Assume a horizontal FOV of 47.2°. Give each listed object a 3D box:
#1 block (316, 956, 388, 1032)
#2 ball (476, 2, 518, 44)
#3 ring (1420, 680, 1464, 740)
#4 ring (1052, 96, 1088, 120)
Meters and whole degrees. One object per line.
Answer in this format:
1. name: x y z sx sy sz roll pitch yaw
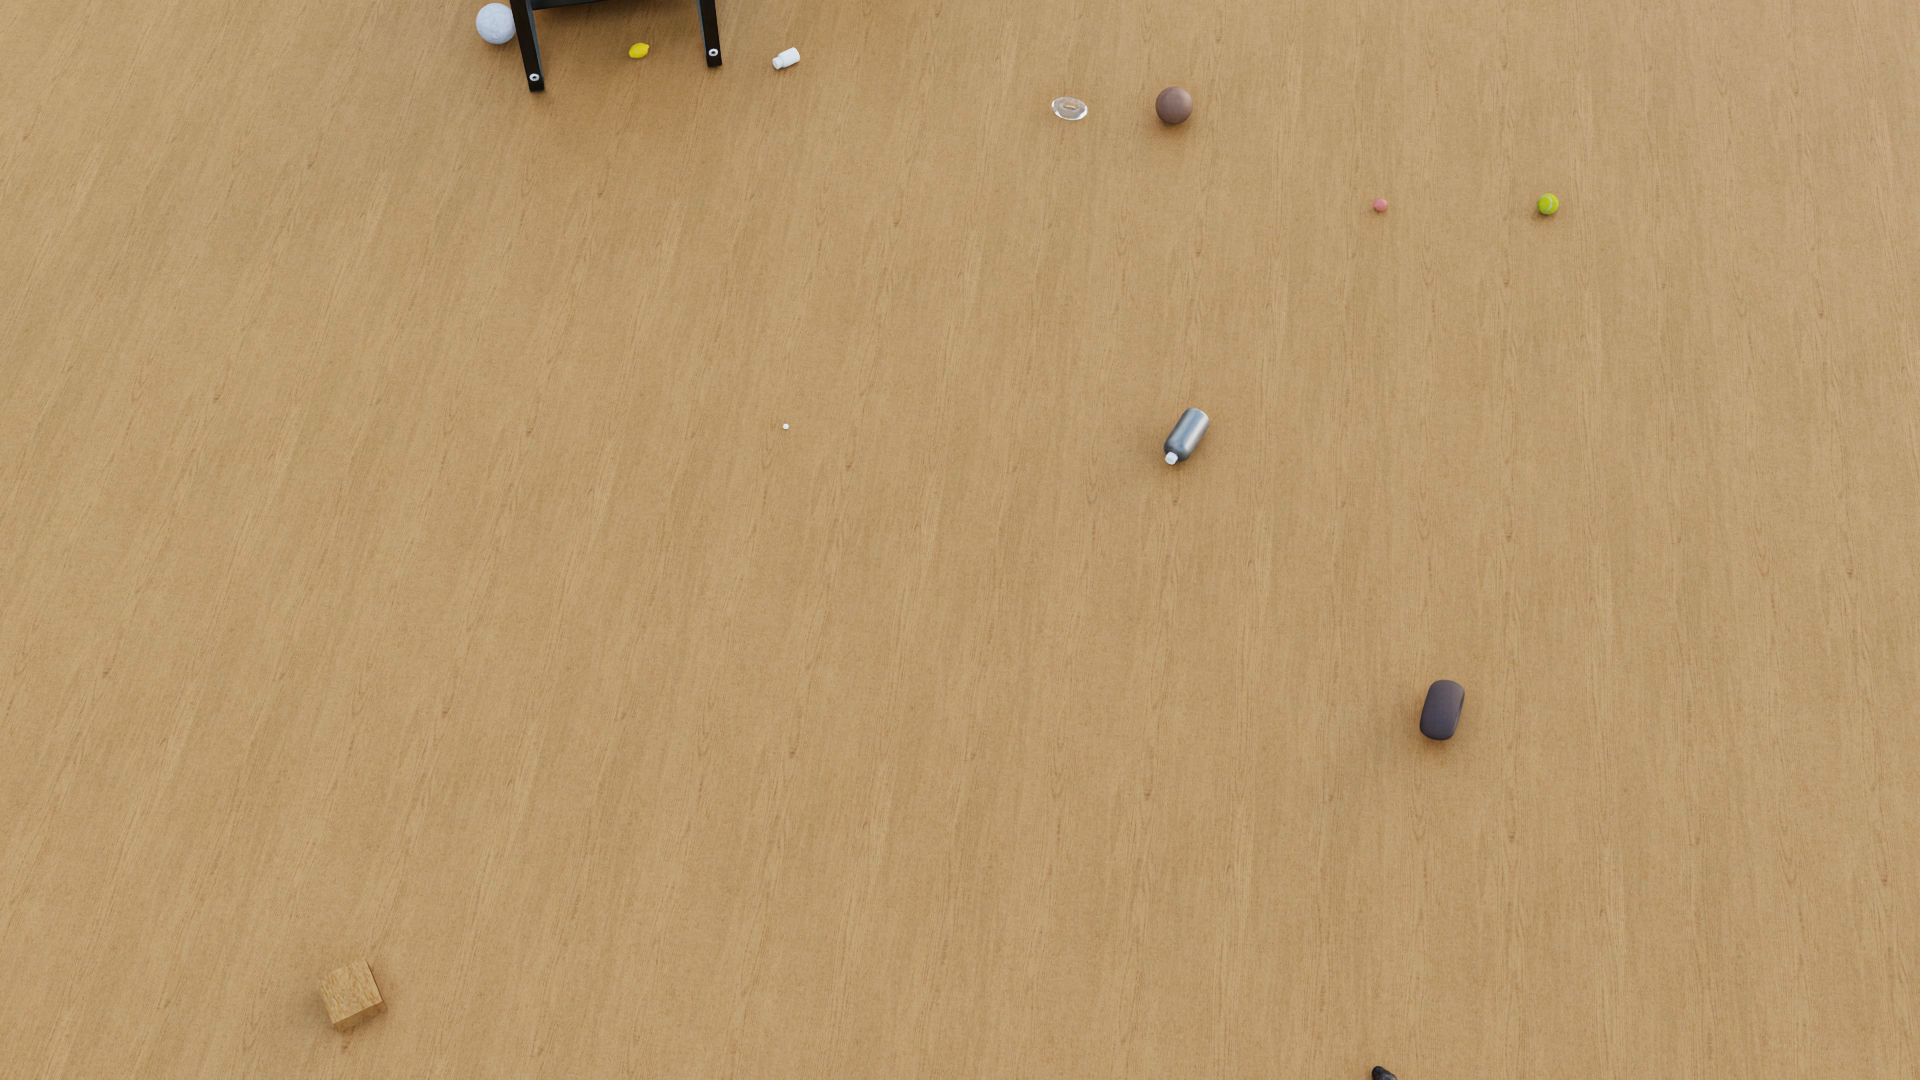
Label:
1. block: -1.589 1.186 5.742 0.134 0.060 0.139 -24 59 -15
2. ball: -1.623 -1.809 7.703 0.141 0.141 0.141 0 56 0
3. ring: 1.356 0.478 6.182 0.095 0.123 0.210 12 44 18
4. ring: 0.377 -1.482 7.548 0.124 0.035 0.091 16 59 11
